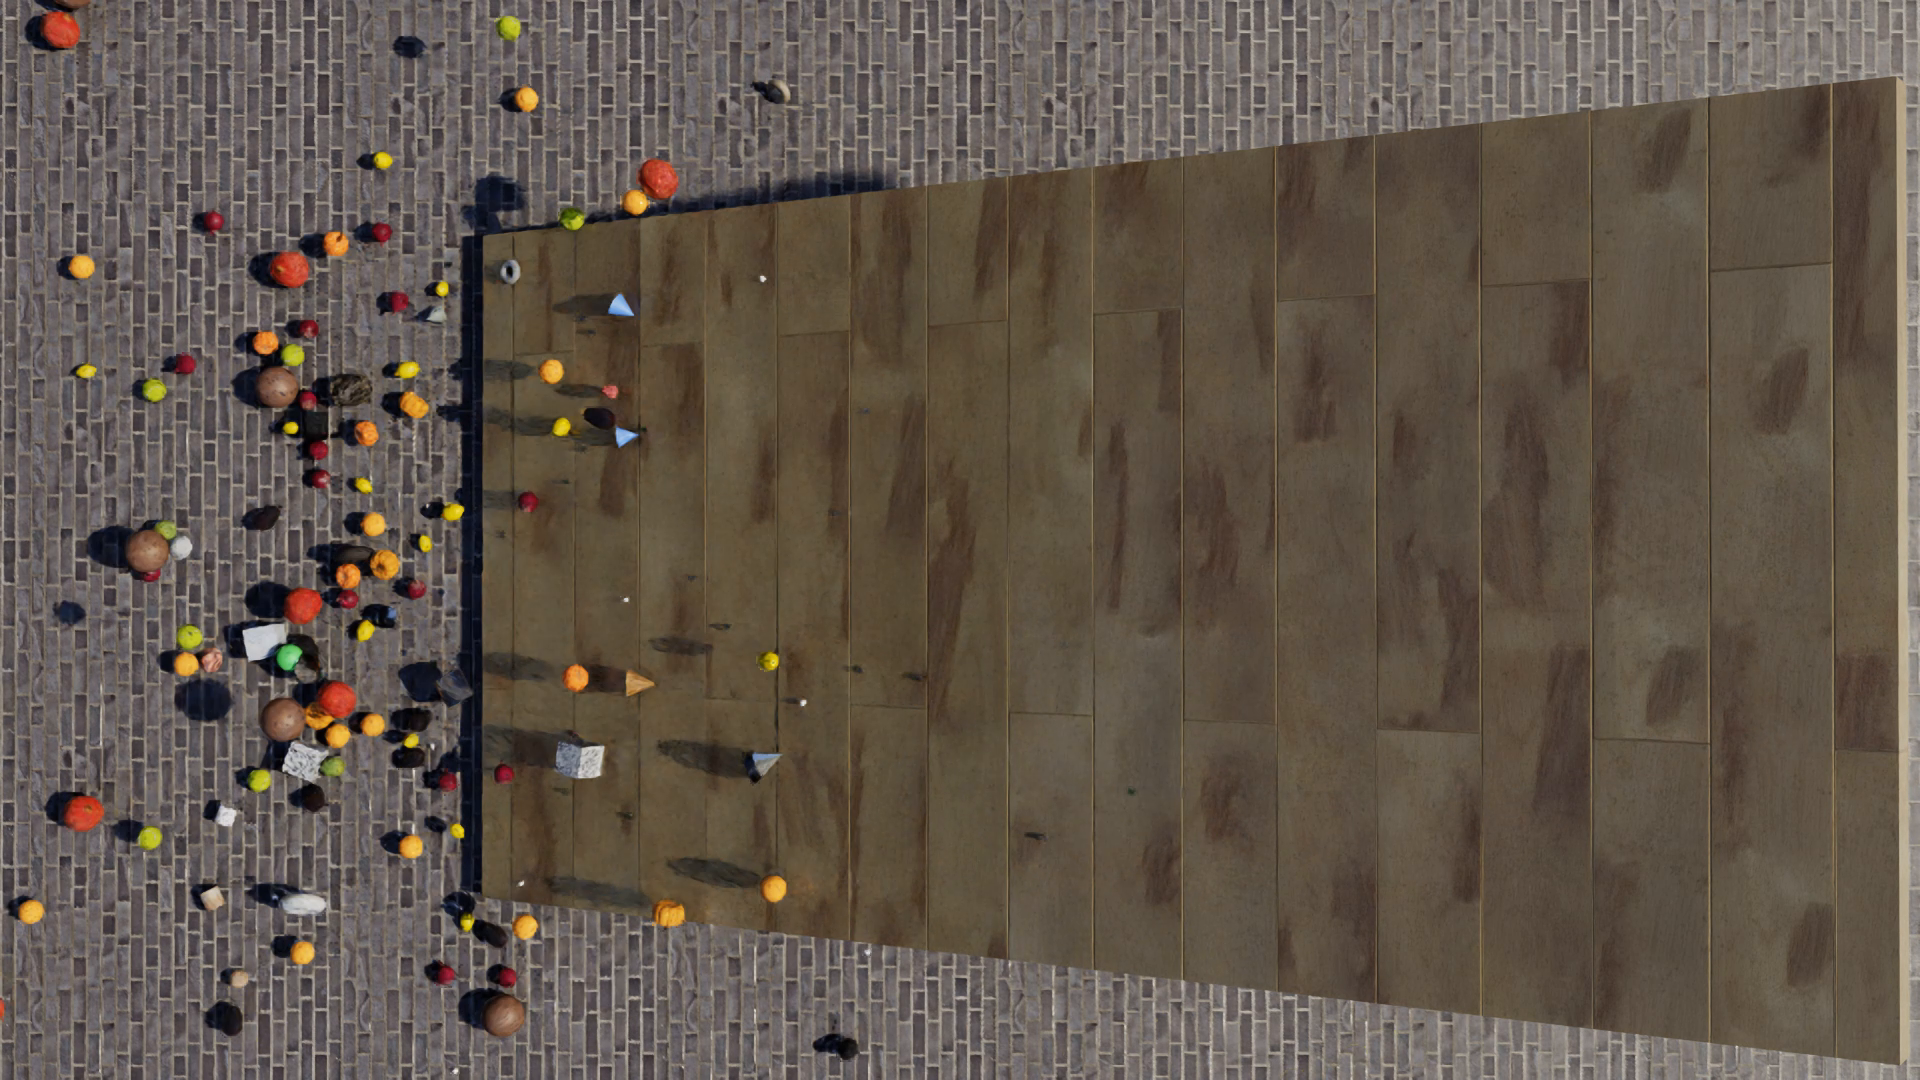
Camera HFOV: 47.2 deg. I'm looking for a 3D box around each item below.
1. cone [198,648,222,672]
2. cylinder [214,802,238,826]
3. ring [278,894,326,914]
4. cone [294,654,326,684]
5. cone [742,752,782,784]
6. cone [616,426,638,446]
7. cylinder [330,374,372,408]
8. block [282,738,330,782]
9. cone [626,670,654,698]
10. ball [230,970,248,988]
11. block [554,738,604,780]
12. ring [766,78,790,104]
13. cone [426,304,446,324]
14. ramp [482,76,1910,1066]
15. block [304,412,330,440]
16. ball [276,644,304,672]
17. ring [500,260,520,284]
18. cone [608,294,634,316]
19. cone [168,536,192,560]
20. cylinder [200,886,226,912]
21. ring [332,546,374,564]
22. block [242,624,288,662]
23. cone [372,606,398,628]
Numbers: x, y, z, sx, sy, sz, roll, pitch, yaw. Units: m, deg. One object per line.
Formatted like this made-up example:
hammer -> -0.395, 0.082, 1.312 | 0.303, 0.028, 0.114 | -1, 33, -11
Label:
cone -> -2.292, 0.366, 6.689 | 0.076, 0.076, 0.076 | 0, 89, 0
cylinder -> -2.228, 0.833, 6.680 | 0.054, 0.054, 0.054 | 25, 101, 0
ring -> -1.980, 1.097, 6.619 | 0.137, 0.137, 0.046 | -2, 69, 0
cone -> -1.921, 0.392, 6.559 | 0.095, 0.095, 0.095 | -6, 100, -35
cone -> -0.532, 0.606, 6.015 | 0.096, 0.096, 0.096 | -23, 90, 4
cone -> -0.951, -0.299, 6.308 | 0.060, 0.060, 0.060 | -5, 90, 7
cylinder -> -1.849, -0.455, 6.683 | 0.092, 0.092, 0.092 | -7, 90, 6
block -> -1.987, 0.668, 6.677 | 0.094, 0.094, 0.094 | 20, 90, 0
cone -> -0.904, 0.409, 6.267 | 0.079, 0.079, 0.079 | 1, 90, 7
ball -> -2.194, 1.336, 6.691 | 0.056, 0.056, 0.056 | 0, 90, 0
block -> -1.101, 0.632, 6.360 | 0.093, 0.093, 0.093 | 13, 97, 33
ring -> -0.553, -1.368, 6.703 | 0.084, 0.084, 0.028 | 41, 61, 0
cone -> -1.606, -0.679, 6.693 | 0.059, 0.059, 0.059 | 12, 117, 24
ramp -> 0.254, 0.070, 5.587 | 4.000, 0.100, 2.000 | 0, 89, 33
block -> -1.952, -0.348, 6.668 | 0.066, 0.066, 0.066 | -1, 75, -22
ball -> -2.015, 0.353, 6.612 | 0.082, 0.082, 0.082 | 0, 90, 0
ring -> -1.345, -0.802, 6.573 | 0.077, 0.026, 0.077 | 1, 91, 33
cone -> -0.963, -0.660, 6.316 | 0.071, 0.071, 0.071 | 33, 90, 1
cone -> -2.388, 0.021, 6.693 | 0.074, 0.074, 0.074 | 0, 90, 0
cylinder -> -2.273, 1.092, 6.688 | 0.059, 0.059, 0.059 | -25, 89, 0
ring -> -1.838, 0.048, 6.653 | 0.125, 0.125, 0.042 | -8, 84, 0
block -> -2.108, 0.310, 6.679 | 0.096, 0.096, 0.096 | -11, 90, 0
cone -> -1.770, 0.240, 6.707 | 0.073, 0.073, 0.073 | -12, 89, 35
